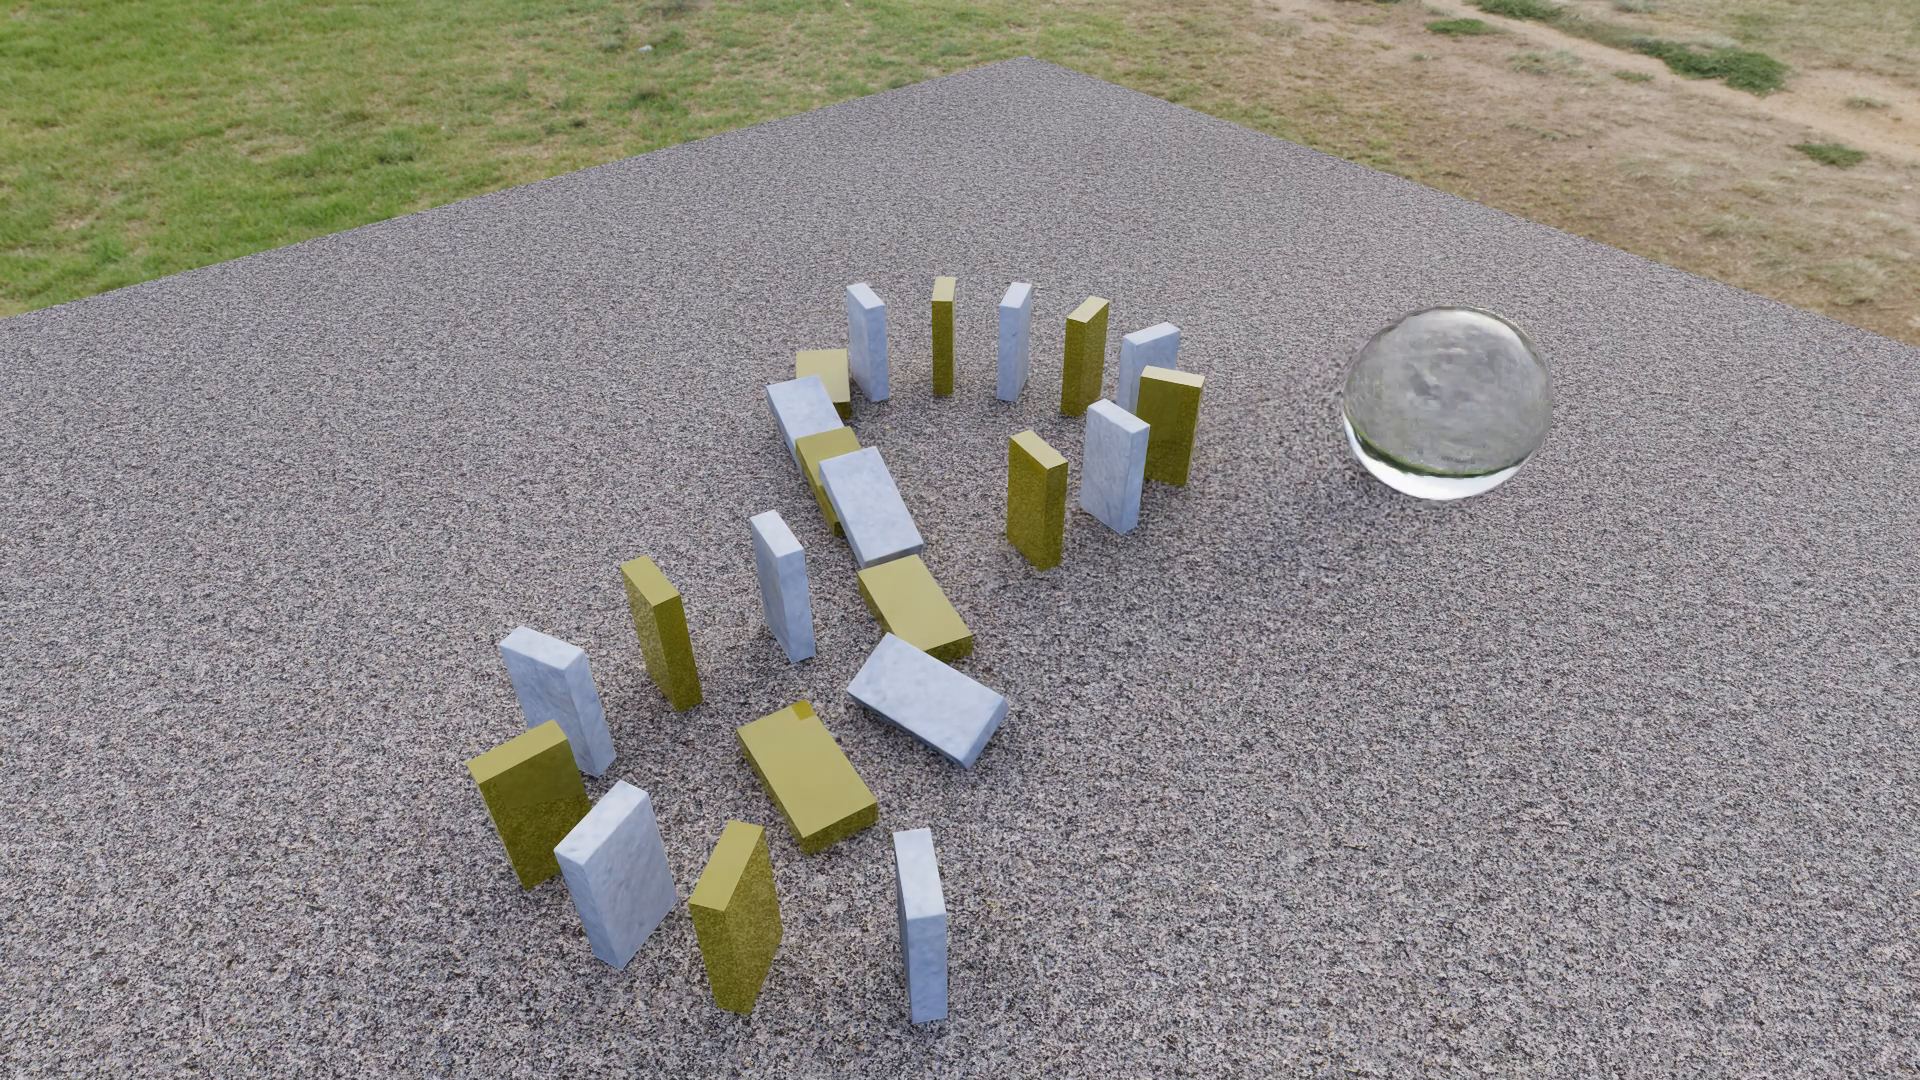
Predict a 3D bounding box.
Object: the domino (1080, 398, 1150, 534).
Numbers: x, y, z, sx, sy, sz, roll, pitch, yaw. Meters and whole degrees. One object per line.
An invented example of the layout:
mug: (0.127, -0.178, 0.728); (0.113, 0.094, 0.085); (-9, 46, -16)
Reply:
domino: (0.062, -0.030, 0.448); (0.010, 0.050, 0.025); (-27, 46, -29)

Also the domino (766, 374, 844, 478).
domino: (-0.068, -0.052, 0.498); (0.025, 0.010, 0.050); (-16, 56, -19)

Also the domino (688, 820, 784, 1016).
domino: (-0.058, 0.100, 0.290); (0.010, 0.050, 0.025); (9, 40, 11)

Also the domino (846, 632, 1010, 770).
domino: (-0.011, 0.054, 0.371); (0.050, 0.010, 0.025); (26, 70, 28)

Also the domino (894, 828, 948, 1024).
domino: (-0.010, 0.101, 0.288); (0.010, 0.050, 0.025); (-7, 40, -8)

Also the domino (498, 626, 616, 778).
domino: (-0.127, 0.052, 0.348); (0.025, 0.050, 0.010); (17, 42, 19)

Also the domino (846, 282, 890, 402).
domino: (-0.044, -0.094, 0.527); (0.009, 0.050, 0.025); (-17, 42, -20)

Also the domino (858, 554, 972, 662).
domino: (-0.018, 0.027, 0.411); (0.025, 0.009, 0.050); (-17, 42, -19)

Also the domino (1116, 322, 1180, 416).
domino: (0.084, -0.071, 0.499); (0.025, 0.050, 0.010); (-22, 44, -24)

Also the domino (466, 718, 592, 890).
domino: (-0.121, 0.077, 0.317); (0.025, 0.050, 0.009); (-27, 47, -29)

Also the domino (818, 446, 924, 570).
domino: (-0.037, -0.013, 0.445); (0.025, 0.010, 0.050); (-18, 63, -19)

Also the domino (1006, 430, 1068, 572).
domino: (0.030, -0.015, 0.430); (0.009, 0.050, 0.025); (-21, 44, -24)

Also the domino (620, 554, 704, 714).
domino: (-0.101, 0.032, 0.372); (0.010, 0.050, 0.025); (-26, 46, -28)

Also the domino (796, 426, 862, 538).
domino: (-0.050, -0.026, 0.466); (0.025, 0.009, 0.050); (-16, 54, -19)

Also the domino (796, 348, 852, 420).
domino: (-0.067, -0.076, 0.536); (0.025, 0.009, 0.050); (-4, 40, -5)

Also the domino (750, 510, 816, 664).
domino: (-0.063, 0.017, 0.391); (0.009, 0.050, 0.025); (-20, 43, -23)

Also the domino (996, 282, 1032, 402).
domino: (0.026, -0.095, 0.527); (0.010, 0.050, 0.025); (10, 40, 12)

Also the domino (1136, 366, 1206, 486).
domino: (0.088, -0.048, 0.471); (0.025, 0.050, 0.009); (14, 41, 16)

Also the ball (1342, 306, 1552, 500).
ball: (0.201, -0.057, 0.457); (0.080, 0.080, 0.080); (0, 39, 0)

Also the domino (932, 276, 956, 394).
domino: (-0.008, -0.099, 0.532); (0.010, 0.050, 0.025); (2, 39, 3)

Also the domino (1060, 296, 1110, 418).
domino: (0.058, -0.086, 0.516); (0.009, 0.050, 0.025); (21, 44, 23)

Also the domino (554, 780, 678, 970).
domino: (-0.092, 0.092, 0.299); (0.009, 0.050, 0.025); (18, 43, 21)

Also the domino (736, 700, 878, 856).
domino: (-0.049, 0.075, 0.352); (0.025, 0.009, 0.050); (-22, 44, -24)
